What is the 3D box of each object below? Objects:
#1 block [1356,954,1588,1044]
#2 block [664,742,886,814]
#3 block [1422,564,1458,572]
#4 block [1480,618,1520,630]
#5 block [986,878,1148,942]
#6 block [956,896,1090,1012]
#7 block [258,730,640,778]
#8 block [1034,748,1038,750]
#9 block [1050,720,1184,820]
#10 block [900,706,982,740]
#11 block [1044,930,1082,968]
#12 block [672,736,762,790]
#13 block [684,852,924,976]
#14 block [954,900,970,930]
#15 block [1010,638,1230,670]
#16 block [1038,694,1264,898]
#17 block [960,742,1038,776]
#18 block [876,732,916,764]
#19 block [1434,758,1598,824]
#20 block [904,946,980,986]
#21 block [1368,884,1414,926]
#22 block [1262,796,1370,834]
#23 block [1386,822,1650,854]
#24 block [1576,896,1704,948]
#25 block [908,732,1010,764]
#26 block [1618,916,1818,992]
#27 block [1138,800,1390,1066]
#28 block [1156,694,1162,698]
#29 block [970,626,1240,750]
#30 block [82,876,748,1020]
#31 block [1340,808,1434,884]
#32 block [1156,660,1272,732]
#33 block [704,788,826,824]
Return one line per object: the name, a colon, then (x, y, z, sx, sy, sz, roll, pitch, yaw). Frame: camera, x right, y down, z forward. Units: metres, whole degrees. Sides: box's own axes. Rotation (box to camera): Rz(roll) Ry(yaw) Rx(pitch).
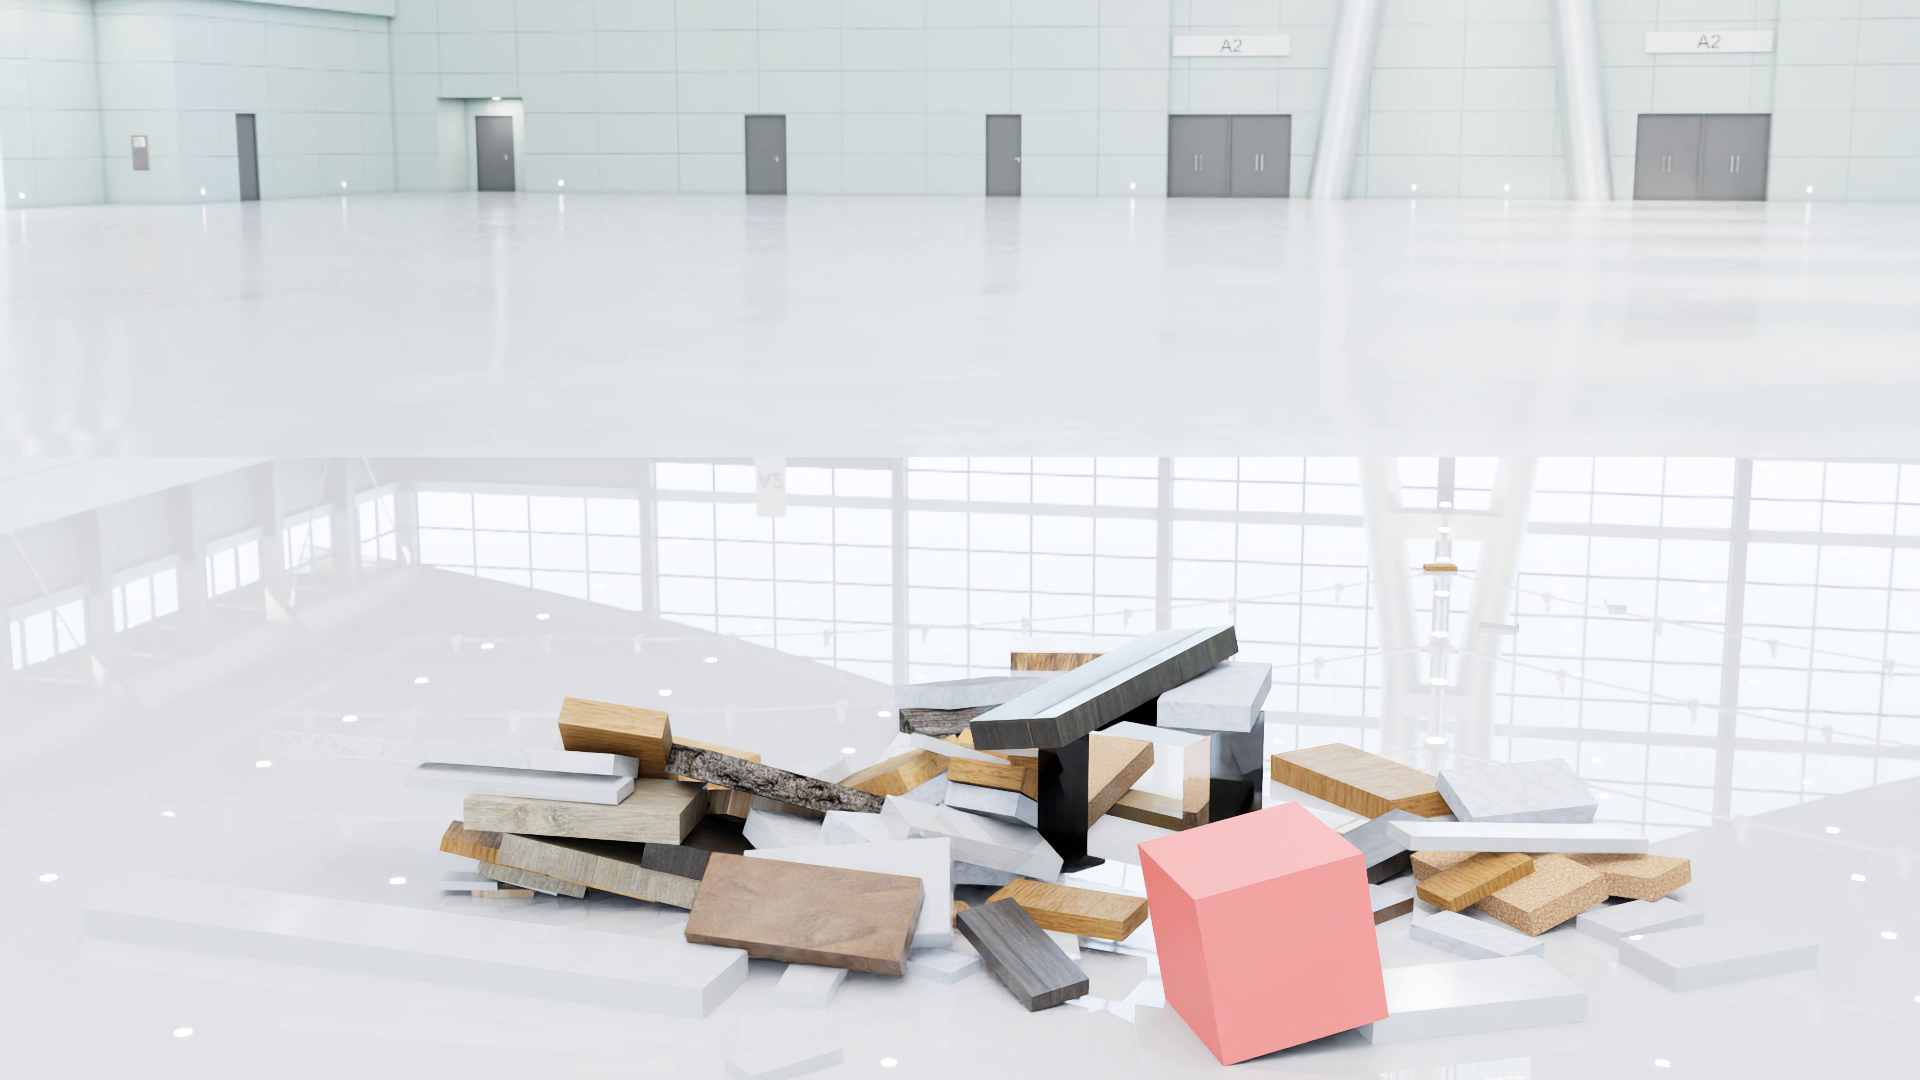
block: (0.716, 0.660, 3.171, 0.330, 0.044, 0.154, -3, 11, -14)
block: (-0.300, 0.412, 3.682, 0.346, 0.049, 0.173, 19, -9, -26)
block: (1.394, 0.079, 6.383, 0.092, 0.013, 0.046, 0, 11, 0)
block: (1.384, 0.217, 5.643, 0.092, 0.013, 0.046, 6, 12, 28)
block: (0.169, 0.580, 3.455, 0.229, 0.032, 0.114, 5, 12, 24)
block: (0.091, 0.616, 3.283, 0.096, 0.027, 0.236, -12, 28, -25)
block: (-0.854, 0.358, 3.675, 0.626, 0.034, 0.119, 3, -8, 12)
block: (0.026, 0.447, 4.374, 0.371, 0.024, 0.085, -7, 13, -34)
block: (0.284, 0.437, 4.218, 0.175, 0.049, 0.349, 3, 19, 27)
block: (-0.025, 0.392, 4.526, 0.161, 0.046, 0.322, -2, 5, -9)
block: (0.123, 0.622, 3.406, 0.114, 0.032, 0.229, 0, 11, -1)
block: (-0.538, 0.435, 4.195, 0.173, 0.049, 0.347, -13, 9, -34)
block: (-0.234, 0.565, 3.329, 0.335, 0.042, 0.148, 5, 48, 13)
block: (-0.052, 0.607, 3.524, 0.143, 0.020, 0.072, -4, 11, -19)
block: (0.378, 0.274, 5.251, 0.514, 0.044, 0.155, 0, 11, 2)
block: (0.326, 0.434, 3.743, 0.279, 0.279, 0.279, 7, 13, 35)
block: (0.109, 0.407, 3.997, 0.155, 0.044, 0.310, 7, -3, 36)
block: (-0.098, 0.443, 4.232, 0.119, 0.034, 0.238, 12, 21, 13)
block: (1.028, 0.471, 4.064, 0.265, 0.037, 0.132, -3, 35, -19)
block: (-0.049, 0.641, 3.341, 0.143, 0.020, 0.072, 8, 13, 36)
block: (0.646, 0.598, 3.559, 0.173, 0.024, 0.086, -9, 14, -41)
block: (0.543, 0.501, 4.077, 0.767, 0.026, 0.093, 9, 14, 39)
block: (0.926, 0.493, 3.645, 0.434, 0.024, 0.086, 3, 8, -15)
block: (1.084, 0.607, 3.503, 0.185, 0.026, 0.093, -6, 12, -30)
block: (-0.001, 0.367, 3.779, 0.160, 0.023, 0.080, 18, -7, -17)
block: (1.155, 0.630, 3.352, 0.265, 0.037, 0.132, -4, 11, -22)
block: (0.424, 0.549, 3.104, 0.245, 0.245, 0.245, -14, 13, -11)
block: (0.449, 0.322, 5.052, 0.080, 0.023, 0.235, 0, 11, 1)
block: (0.254, 0.246, 3.727, 0.175, 0.049, 0.563, -6, 9, 39)
block: (-0.851, 0.620, 3.385, 1.070, 0.046, 0.161, 3, 11, 18)
block: (0.719, 0.533, 3.786, 0.245, 0.035, 0.122, -18, 20, -36)
block: (0.441, 0.264, 3.778, 0.154, 0.044, 0.309, 3, 11, 14)
block: (-0.292, 0.481, 3.756, 0.296, 0.042, 0.148, 19, -15, -27)
